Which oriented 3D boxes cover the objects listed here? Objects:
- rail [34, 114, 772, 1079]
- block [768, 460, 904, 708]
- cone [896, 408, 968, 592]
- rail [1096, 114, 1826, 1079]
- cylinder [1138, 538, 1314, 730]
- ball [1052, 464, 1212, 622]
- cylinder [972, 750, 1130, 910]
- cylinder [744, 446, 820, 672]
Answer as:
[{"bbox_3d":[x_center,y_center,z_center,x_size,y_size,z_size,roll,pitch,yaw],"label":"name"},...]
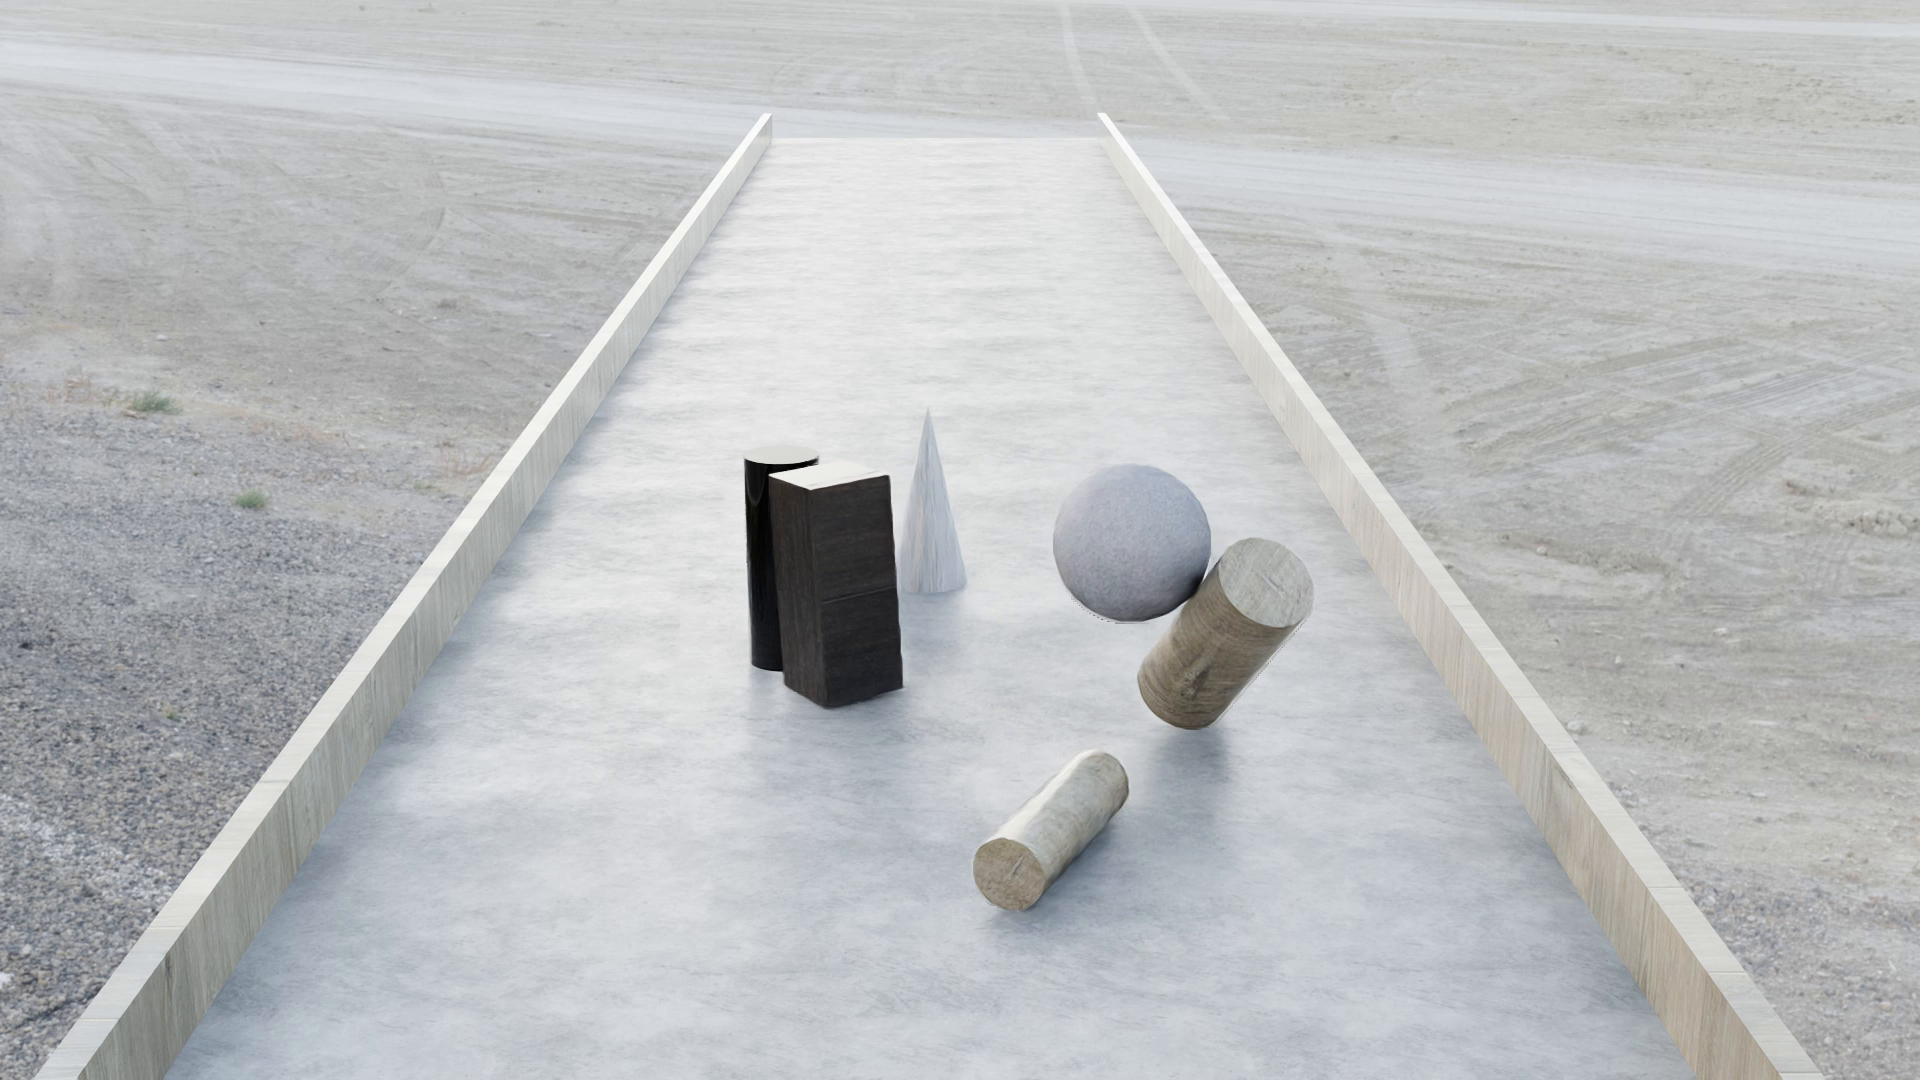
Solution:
[{"bbox_3d":[-1.118,-0.838,7.780,0.050,0.150,12.000,0,17,-1],"label":"rail"},{"bbox_3d":[-0.235,0.080,4.192,0.168,0.422,0.168,-12,17,-31],"label":"block"},{"bbox_3d":[-0.070,-0.103,4.862,0.175,0.405,0.175,0,17,0],"label":"cone"},{"bbox_3d":[0.932,-0.844,7.801,0.050,0.150,12.000,0,17,-1],"label":"rail"},{"bbox_3d":[0.470,0.173,3.937,0.177,0.390,0.177,9,56,-14],"label":"cylinder"},{"bbox_3d":[0.307,0.005,3.934,0.283,0.283,0.283,0,17,0],"label":"ball"},{"bbox_3d":[0.150,0.454,3.493,0.117,0.117,0.389,7,18,22],"label":"cylinder"},{"bbox_3d":[-0.349,0.036,4.361,0.149,0.425,0.149,0,17,0],"label":"cylinder"}]
